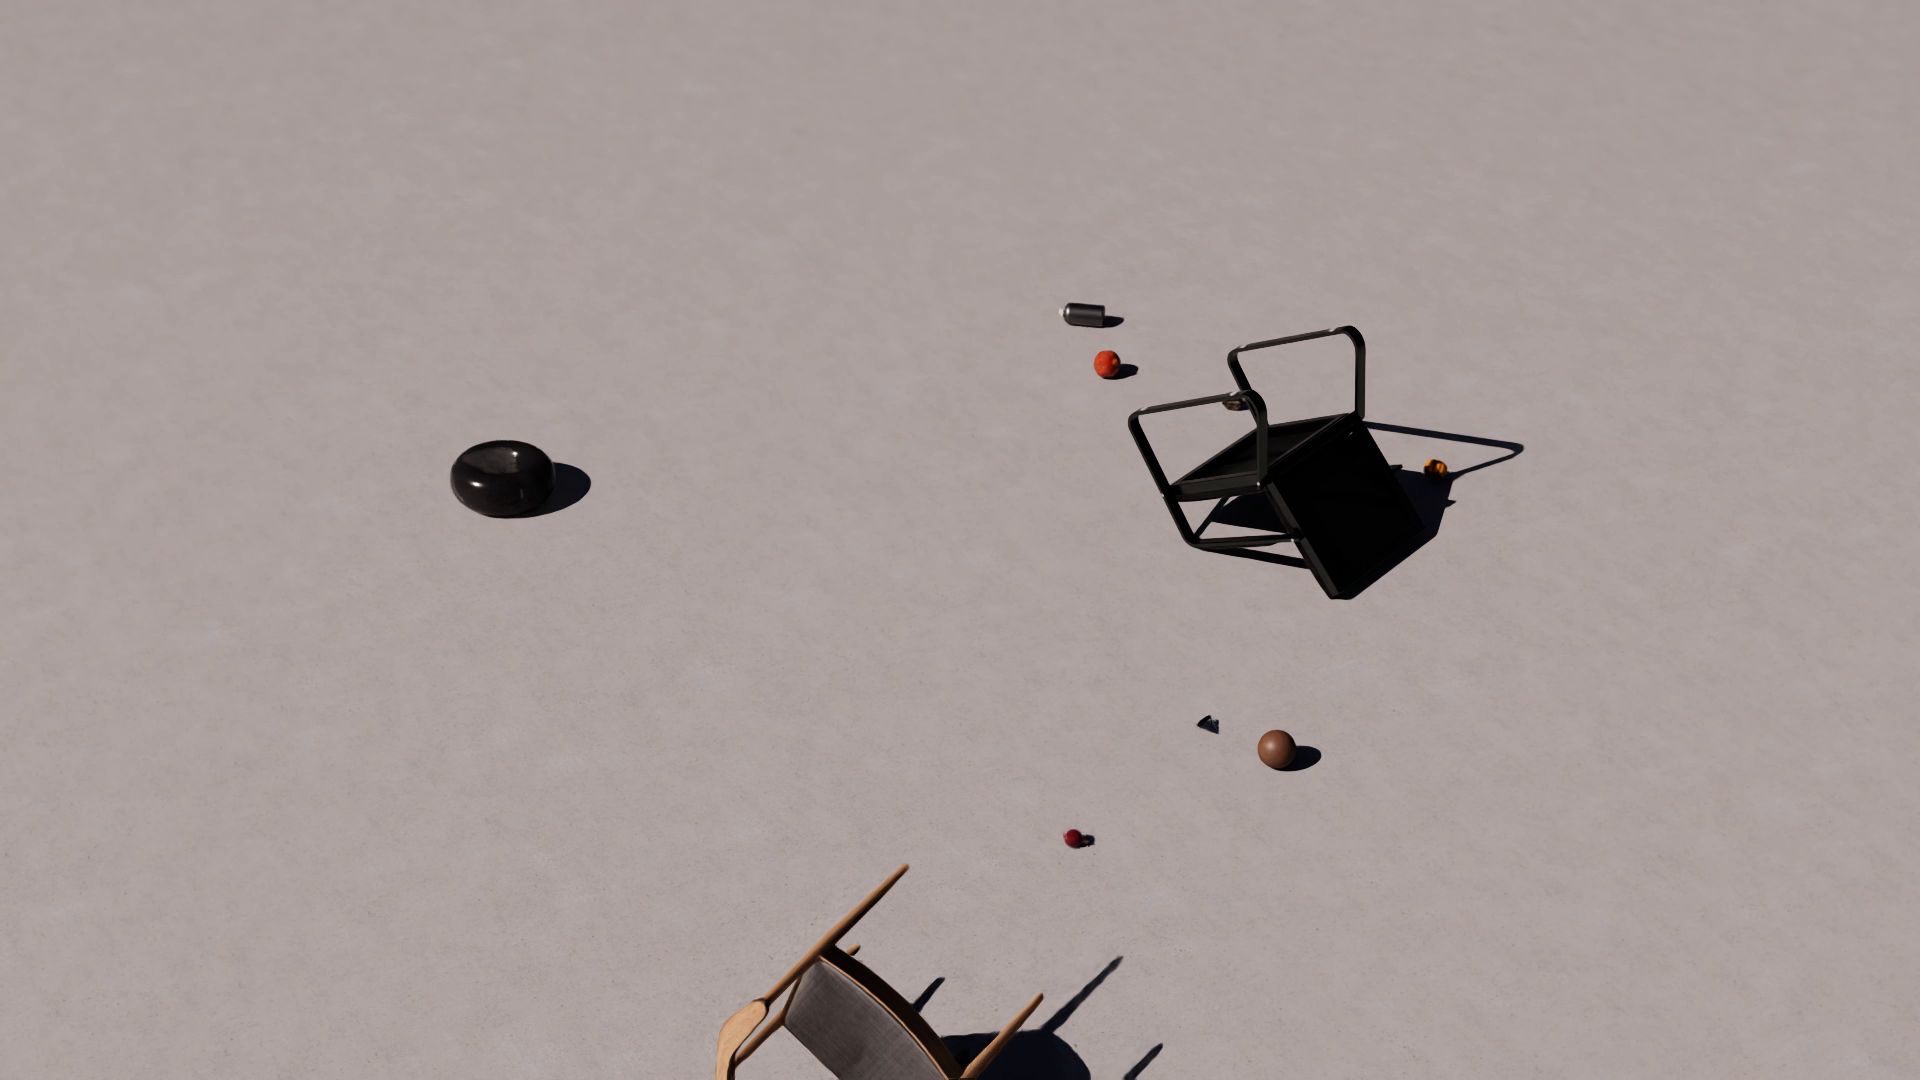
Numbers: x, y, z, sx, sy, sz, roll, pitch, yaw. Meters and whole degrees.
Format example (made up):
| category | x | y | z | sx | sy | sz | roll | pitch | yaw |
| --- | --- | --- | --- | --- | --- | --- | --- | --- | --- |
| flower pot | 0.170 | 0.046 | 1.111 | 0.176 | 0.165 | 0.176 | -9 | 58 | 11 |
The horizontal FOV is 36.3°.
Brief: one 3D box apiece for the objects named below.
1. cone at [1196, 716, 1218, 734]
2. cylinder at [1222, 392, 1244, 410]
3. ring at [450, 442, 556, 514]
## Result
| category | x | y | z | sx | sy | sz | roll | pitch | yaw |
| --- | --- | --- | --- | --- | --- | --- | --- | --- | --- |
| cone | 0.854 | 0.638 | 9.958 | 0.073 | 0.042 | 0.074 | -25 | 59 | -42 |
| cylinder | 1.093 | -0.556 | 11.732 | 0.075 | 0.060 | 0.045 | 8 | 36 | 15 |
| ring | -1.739 | -0.238 | 11.158 | 0.402 | 0.165 | 0.387 | 3 | 32 | 2 |
